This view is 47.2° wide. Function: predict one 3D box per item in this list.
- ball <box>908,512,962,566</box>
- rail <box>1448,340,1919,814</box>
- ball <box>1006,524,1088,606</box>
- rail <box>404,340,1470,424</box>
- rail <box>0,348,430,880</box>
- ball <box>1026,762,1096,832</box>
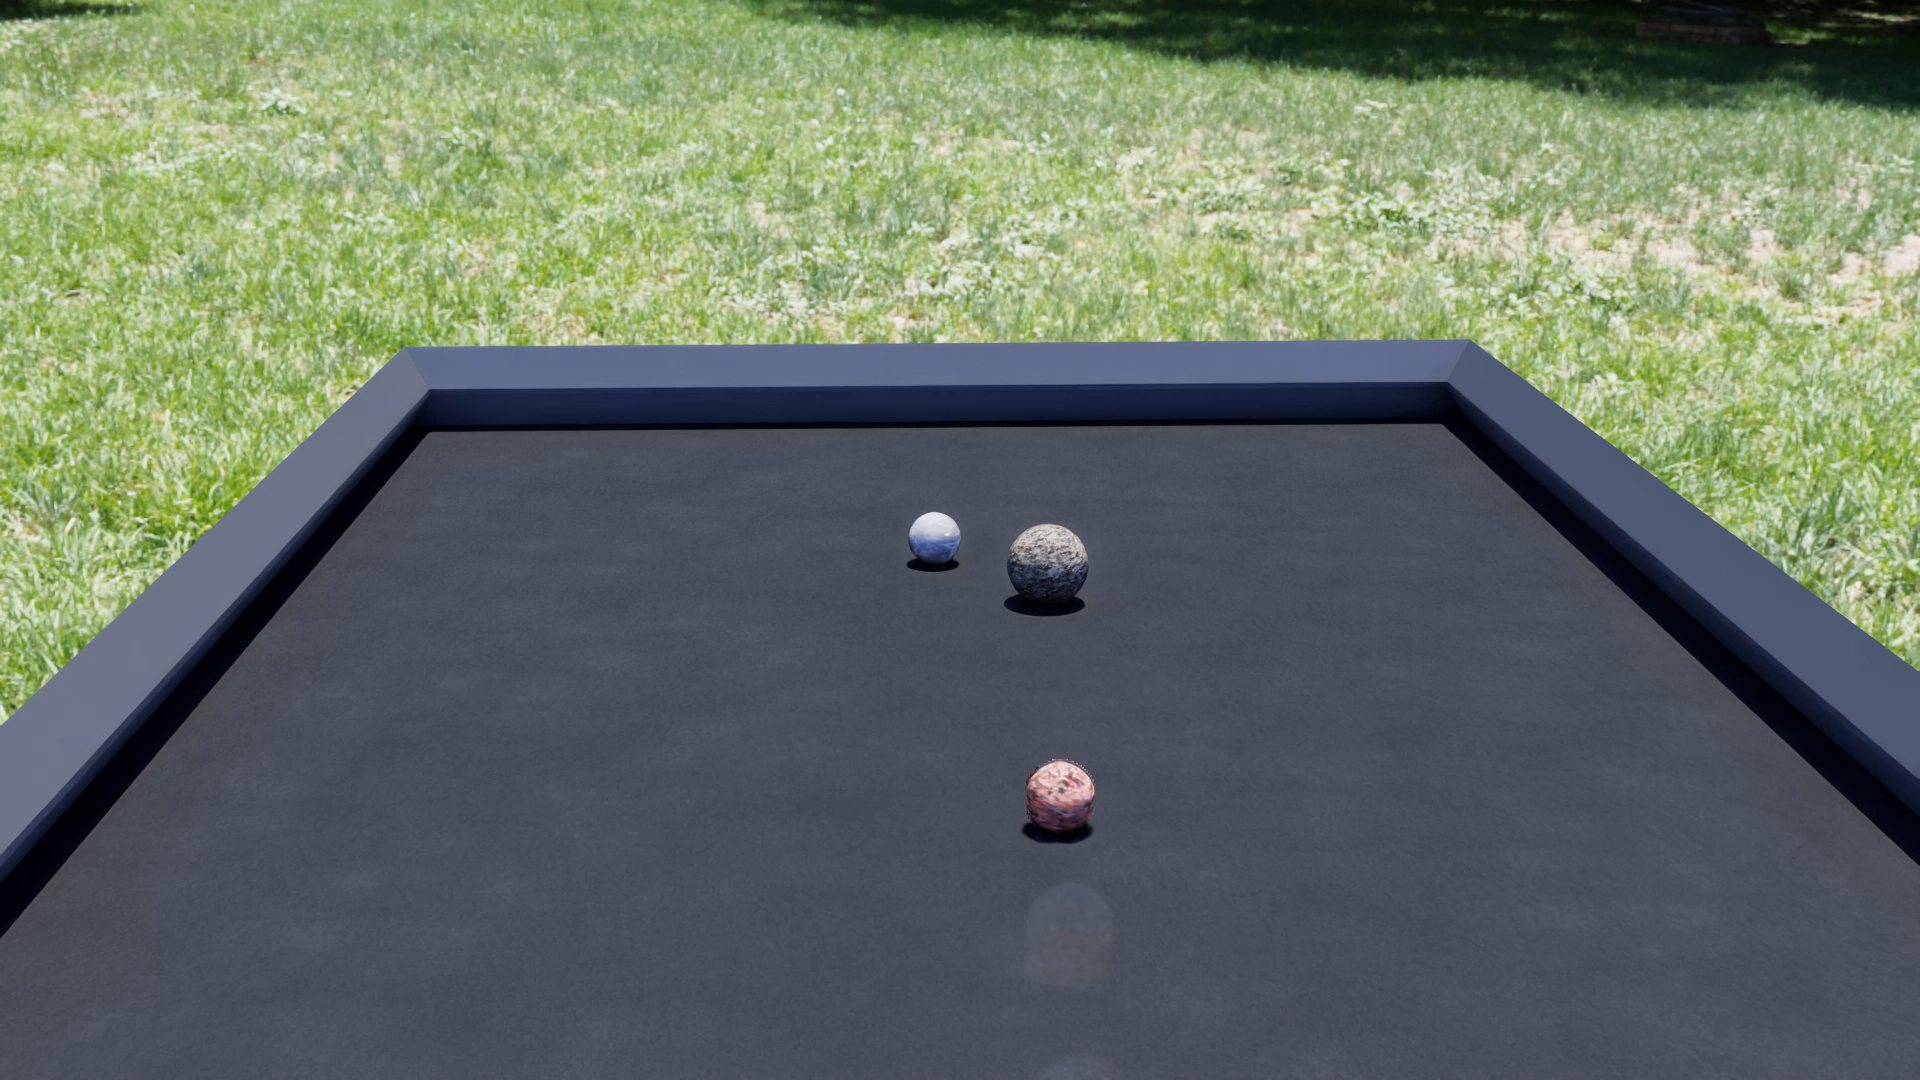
[{"bbox_3d":[-0.031,-0.002,2.731,0.066,0.066,0.066,0,16,0],"label":"ball"},{"bbox_3d":[0.846,0.198,1.934,0.045,0.124,3.277,-1,16,-2],"label":"rail"},{"bbox_3d":[0.103,0.029,2.573,0.096,0.096,0.096,0,16,0],"label":"ball"},{"bbox_3d":[-0.028,-0.243,3.455,1.681,0.124,0.045,-1,16,-2],"label":"rail"},{"bbox_3d":[-0.787,0.215,1.878,0.045,0.124,3.277,-1,16,-2],"label":"rail"},{"bbox_3d":[0.089,0.228,1.947,0.062,0.062,0.062,0,16,0],"label":"ball"}]
